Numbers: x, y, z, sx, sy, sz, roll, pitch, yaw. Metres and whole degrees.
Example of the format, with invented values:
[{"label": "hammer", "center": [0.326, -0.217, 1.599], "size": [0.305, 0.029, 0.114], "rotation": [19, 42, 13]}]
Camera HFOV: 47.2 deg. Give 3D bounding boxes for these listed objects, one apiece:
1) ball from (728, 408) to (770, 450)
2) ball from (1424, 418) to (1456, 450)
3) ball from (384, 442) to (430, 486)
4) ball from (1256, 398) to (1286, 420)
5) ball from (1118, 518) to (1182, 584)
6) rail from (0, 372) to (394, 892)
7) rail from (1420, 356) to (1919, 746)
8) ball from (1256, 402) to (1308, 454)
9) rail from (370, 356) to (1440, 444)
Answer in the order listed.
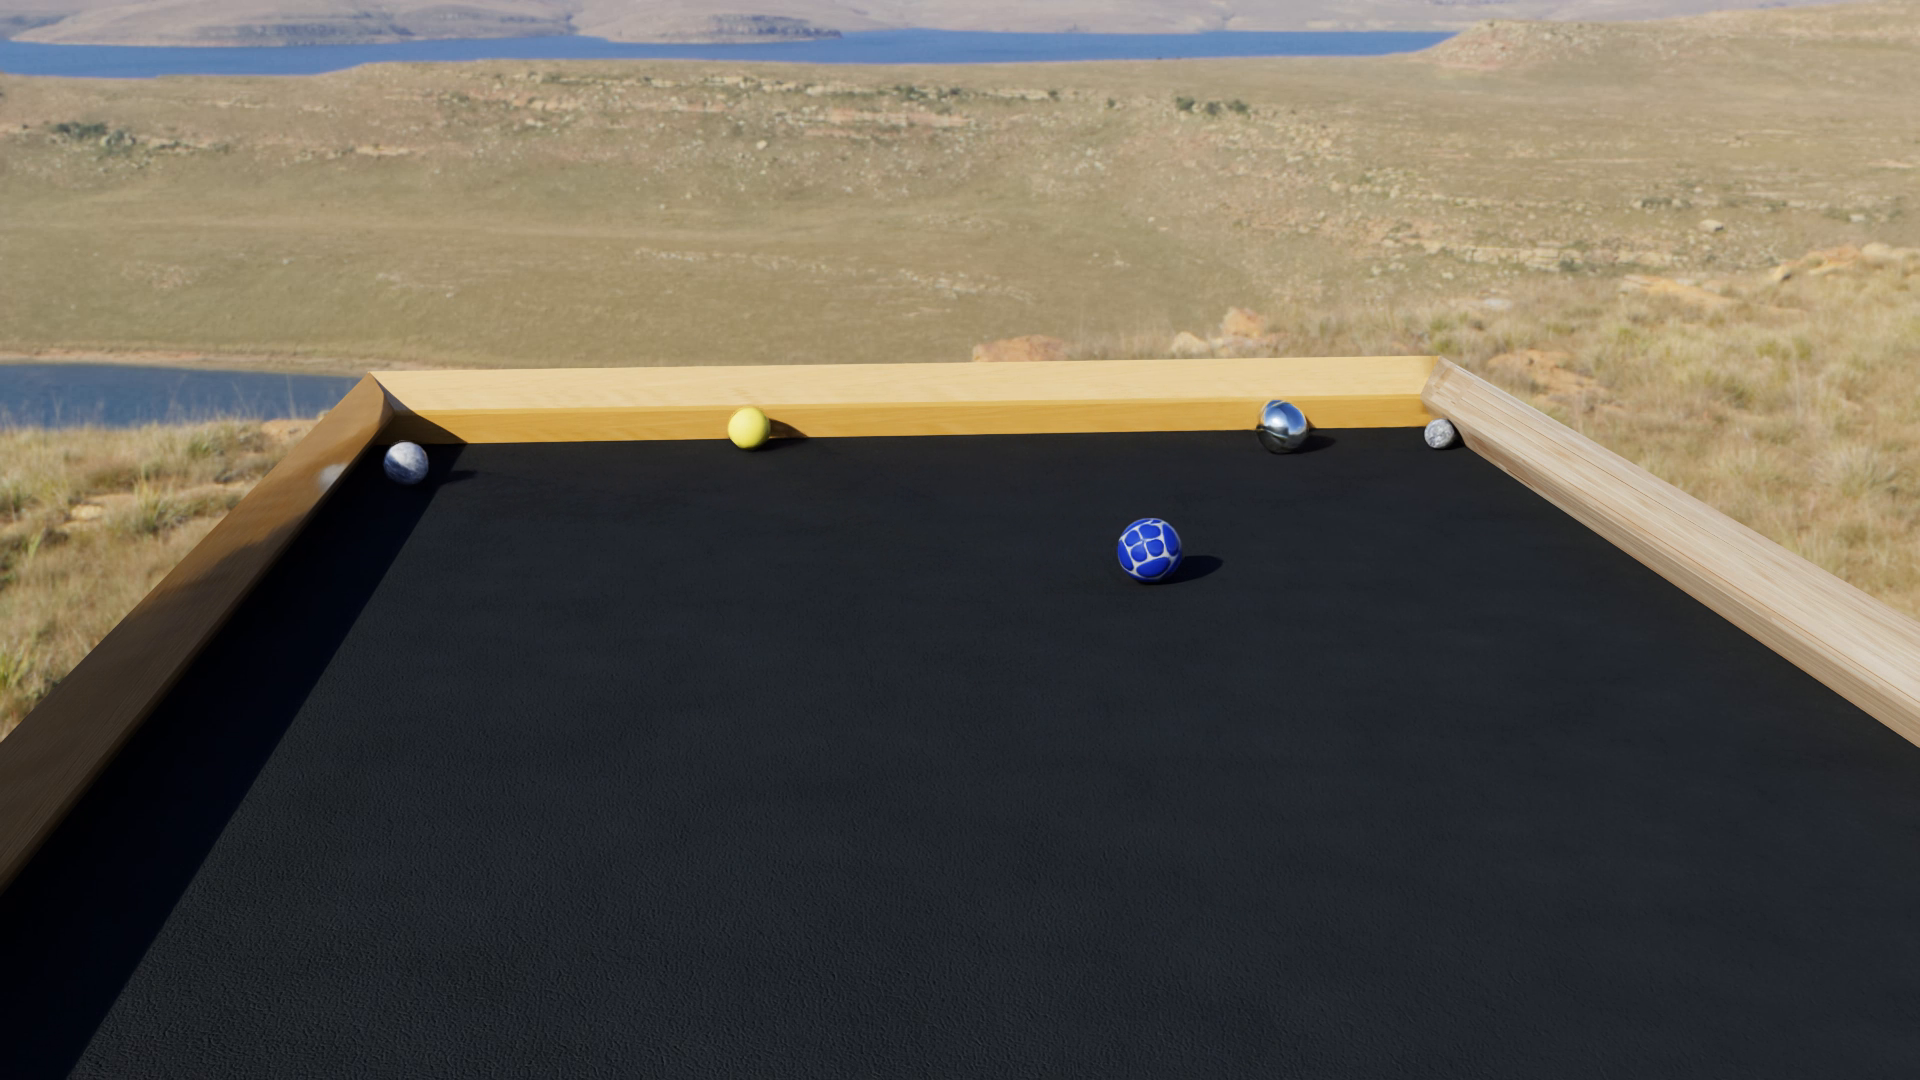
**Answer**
[{"label": "ball", "center": [-0.339, -0.178, 3.540], "size": [0.068, 0.068, 0.068], "rotation": [0, 14, 0]}, {"label": "ball", "center": [0.774, -0.171, 3.548], "size": [0.050, 0.050, 0.050], "rotation": [0, 14, 0]}, {"label": "ball", "center": [-0.828, -0.113, 3.287], "size": [0.067, 0.067, 0.067], "rotation": [0, 14, 0]}, {"label": "ball", "center": [0.523, -0.202, 3.640], "size": [0.064, 0.064, 0.064], "rotation": [0, 14, 0]}, {"label": "ball", "center": [0.239, 0.013, 2.762], "size": [0.082, 0.082, 0.082], "rotation": [0, 14, 0]}, {"label": "rail", "center": [-0.787, 0.201, 1.950], "size": [0.045, 0.119, 3.369], "rotation": [-1, 14, -5]}, {"label": "rail", "center": [0.934, 0.164, 2.095], "size": [0.045, 0.119, 3.369], "rotation": [-1, 14, -5]}, {"label": "ball", "center": [0.515, -0.179, 3.516], "size": [0.082, 0.082, 0.082], "rotation": [0, 14, 0]}, {"label": "rail", "center": [-0.071, -0.228, 3.625], "size": [1.775, 0.119, 0.045], "rotation": [-1, 14, -5]}]
